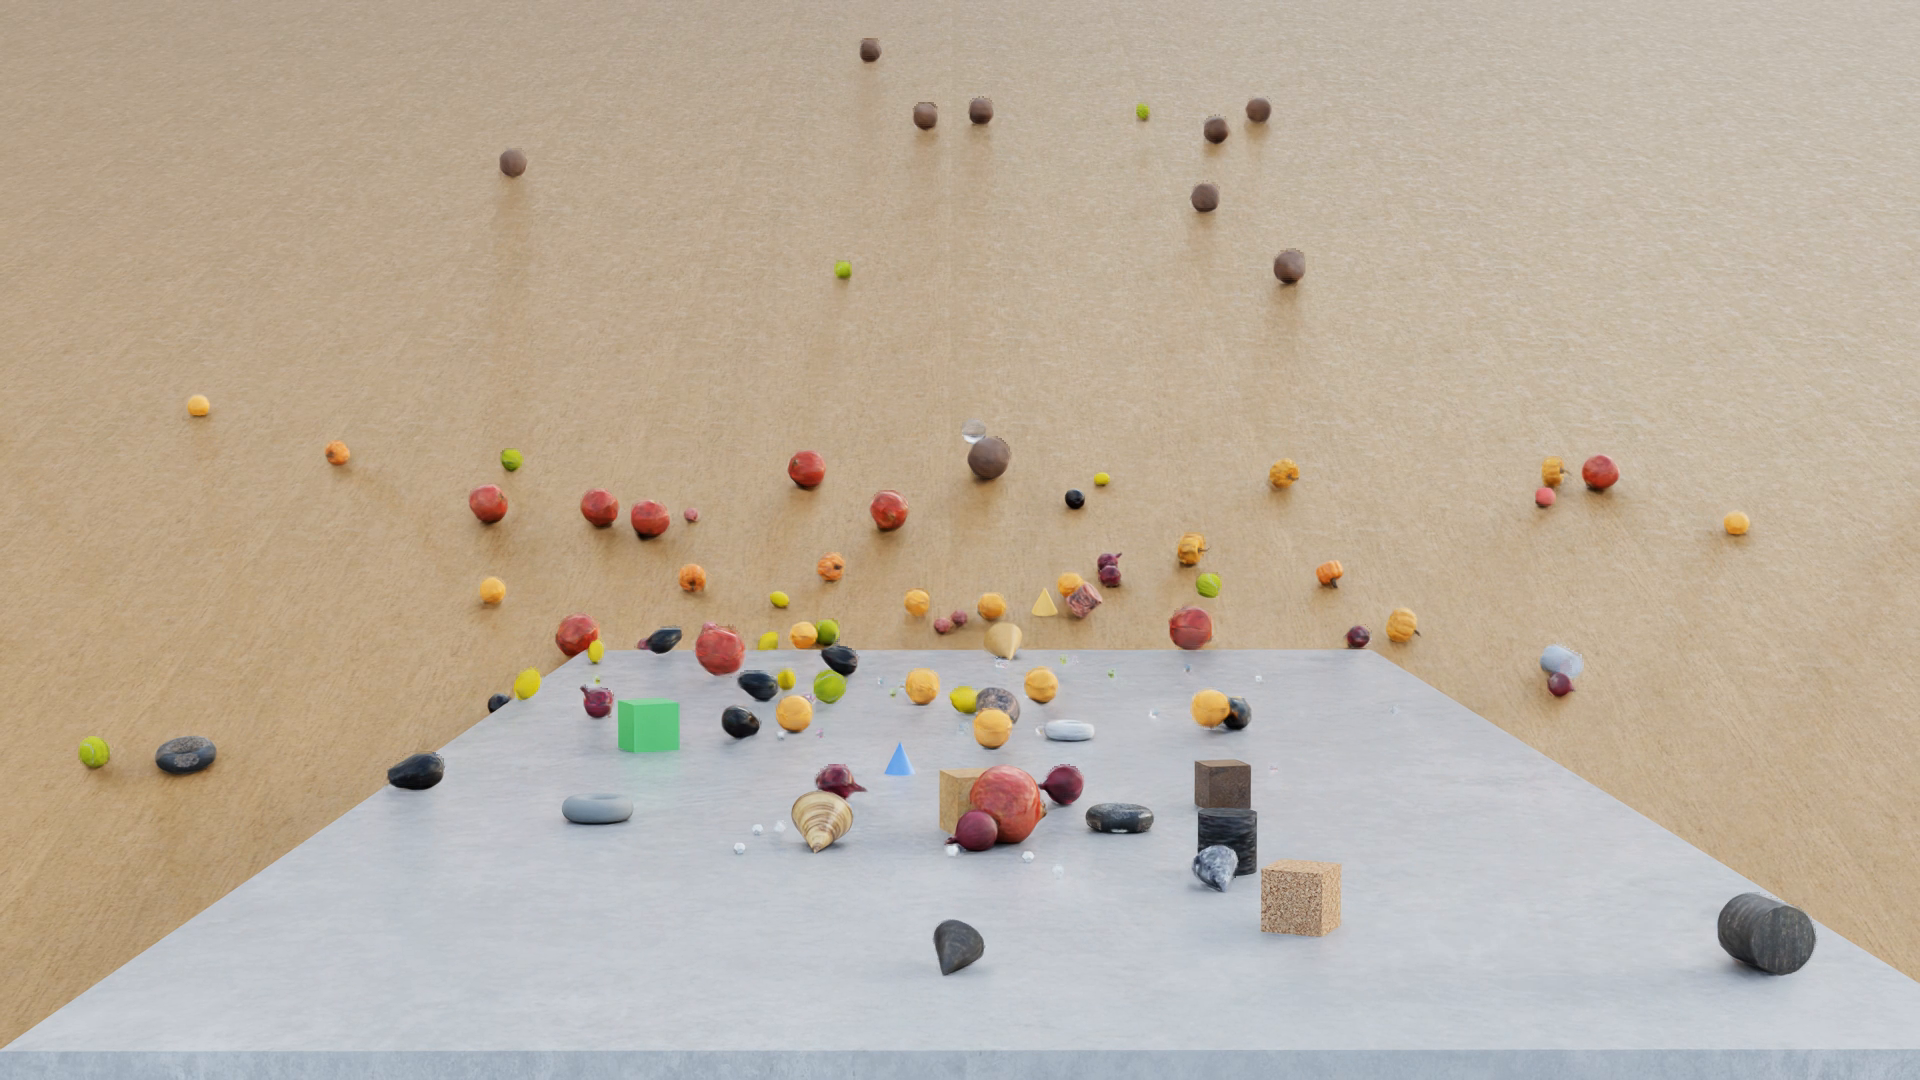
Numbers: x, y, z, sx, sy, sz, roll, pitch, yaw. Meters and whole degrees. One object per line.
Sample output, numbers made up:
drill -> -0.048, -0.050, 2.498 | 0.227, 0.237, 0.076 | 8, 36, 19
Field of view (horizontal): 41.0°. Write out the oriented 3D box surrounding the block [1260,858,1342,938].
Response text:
block -> 0.413, 0.432, 3.109 | 0.076, 0.076, 0.076 | 1, 4, 26

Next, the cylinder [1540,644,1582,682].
cylinder -> 1.542, 0.315, 6.595 | 0.073, 0.073, 0.073 | -12, 24, -28

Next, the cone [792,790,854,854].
cone -> -0.201, 0.420, 3.660 | 0.090, 0.090, 0.090 | 1, 30, 4

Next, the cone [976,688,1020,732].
cone -> 0.060, 0.347, 4.951 | 0.092, 0.092, 0.092 | 6, 31, 16

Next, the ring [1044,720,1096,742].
ring -> 0.205, 0.358, 4.831 | 0.098, 0.033, 0.098 | 1, 3, 0

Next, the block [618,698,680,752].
block -> -0.570, 0.338, 4.700 | 0.087, 0.087, 0.087 | -2, 4, -27

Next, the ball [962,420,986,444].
ball -> 0.046, -0.352, 8.333 | 0.078, 0.078, 0.078 | 0, 21, 0

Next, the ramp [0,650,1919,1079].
ramp -> 0.049, 0.441, 4.532 | 2.000, 0.100, 4.000 | 0, 3, 0

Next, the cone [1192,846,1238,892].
cone -> 0.340, 0.443, 3.361 | 0.061, 0.061, 0.061 | -3, 30, -8

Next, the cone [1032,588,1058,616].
cone -> 0.231, 0.161, 7.001 | 0.072, 0.072, 0.072 | 0, 21, 0

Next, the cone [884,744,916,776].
cone -> -0.102, 0.372, 4.394 | 0.054, 0.054, 0.054 | 0, 3, 0

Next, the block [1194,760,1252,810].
block -> 0.412, 0.384, 4.033 | 0.069, 0.069, 0.069 | -1, 3, -14

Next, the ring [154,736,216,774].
ring -> -1.844, 0.512, 6.119 | 0.143, 0.048, 0.143 | -1, 22, 0

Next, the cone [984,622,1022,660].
cone -> 0.113, 0.269, 6.306 | 0.098, 0.098, 0.098 | -3, 30, -8

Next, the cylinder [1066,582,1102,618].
cylinder -> 0.336, 0.163, 6.957 | 0.070, 0.070, 0.070 | -42, 14, 15

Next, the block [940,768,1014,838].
block -> 0.024, 0.388, 3.808 | 0.087, 0.087, 0.087 | -1, 3, -18

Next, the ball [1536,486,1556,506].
ball -> 1.773, -0.131, 7.779 | 0.060, 0.060, 0.060 | 0, 21, 0

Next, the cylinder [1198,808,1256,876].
cylinder -> 0.363, 0.409, 3.488 | 0.080, 0.080, 0.080 | 0, 3, 0

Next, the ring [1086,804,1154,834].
ring -> 0.237, 0.414, 3.823 | 0.102, 0.034, 0.102 | 1, 3, 0

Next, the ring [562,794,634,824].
ring -> -0.551, 0.408, 3.910 | 0.109, 0.036, 0.109 | 1, 2, 0
